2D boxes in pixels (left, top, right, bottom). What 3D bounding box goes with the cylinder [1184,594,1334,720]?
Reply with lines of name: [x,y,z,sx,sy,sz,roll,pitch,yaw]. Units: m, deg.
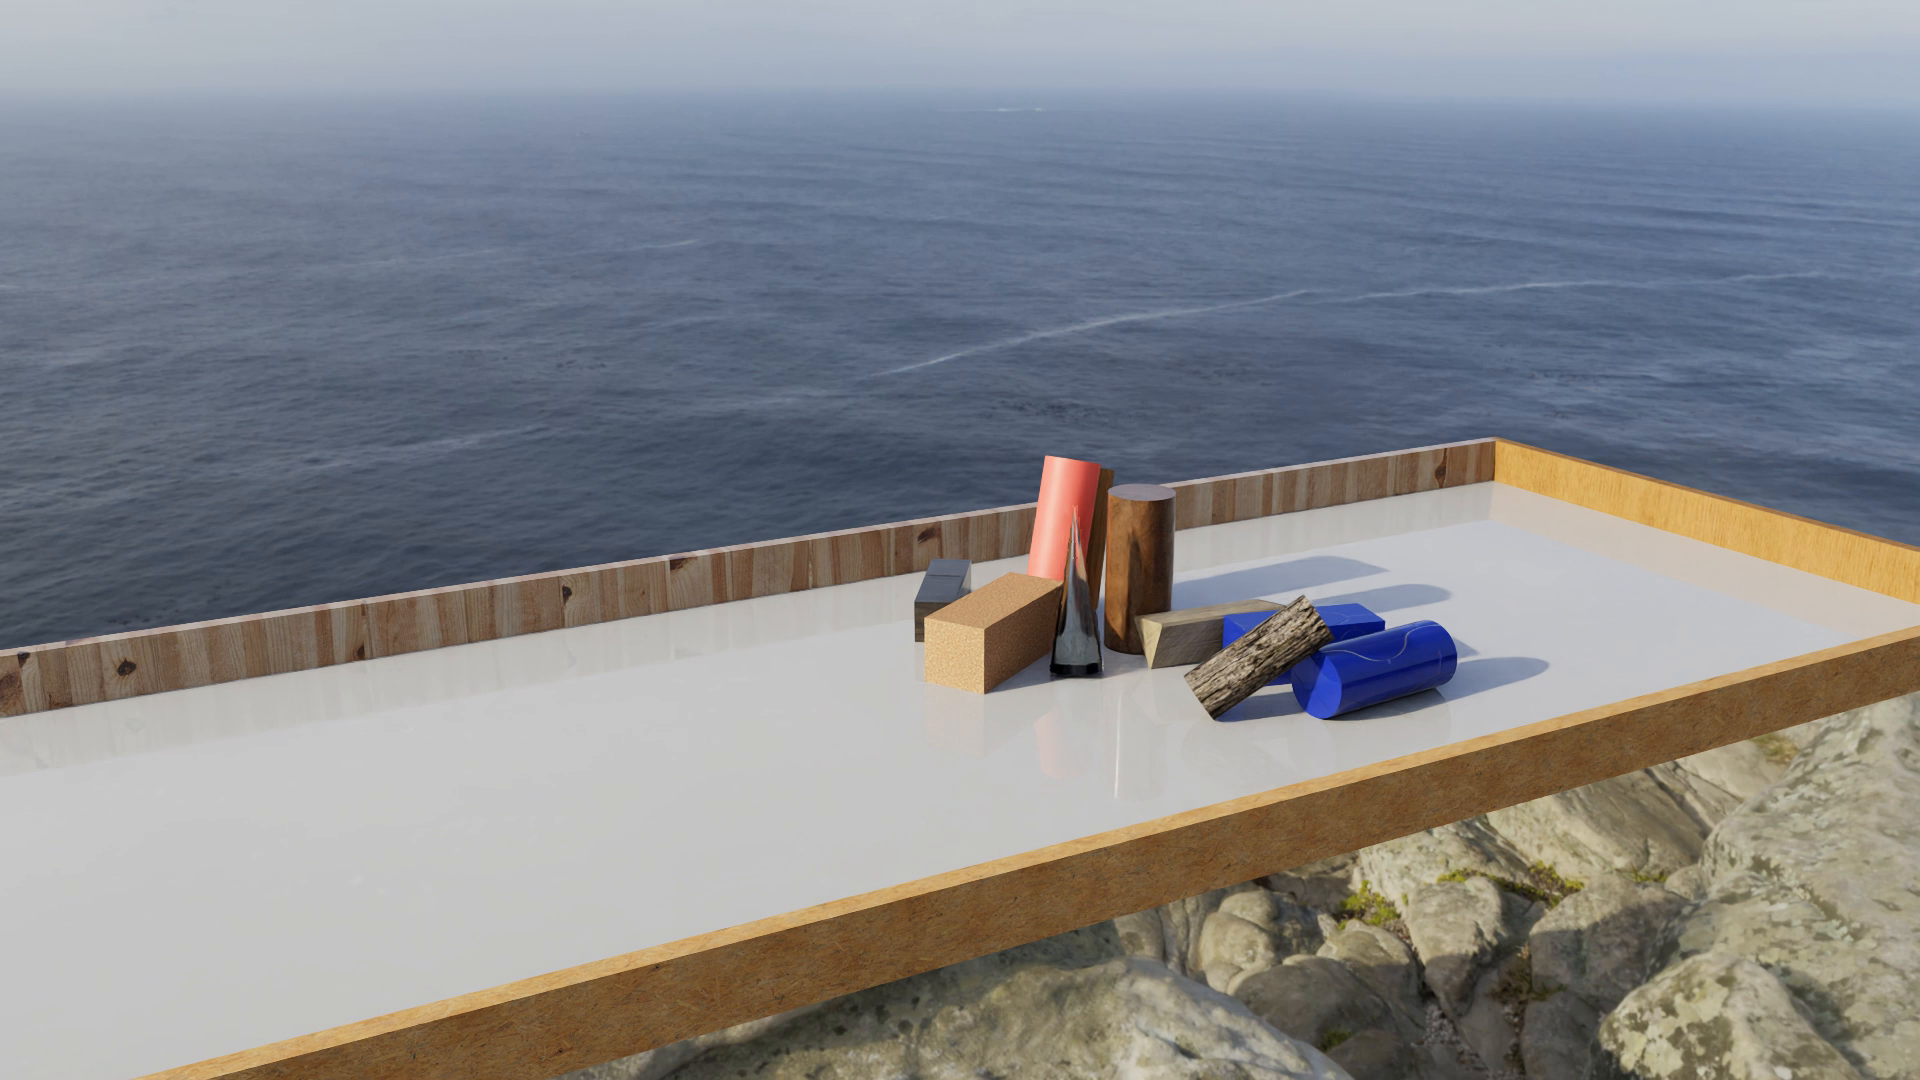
cylinder: [0.703,0.276,3.884,0.340,0.126,0.126,-35,16,6]

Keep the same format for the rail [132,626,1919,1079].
rail: [-2.336,1.006,1.665,12.000,0.150,0.050,-9,18,-27]

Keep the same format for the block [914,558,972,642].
block: [-0.045,0.165,4.591,0.114,0.114,0.395,2,16,6]

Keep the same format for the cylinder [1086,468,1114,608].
cylinder: [0.344,-0.009,4.651,0.137,0.391,0.137,7,1,0]

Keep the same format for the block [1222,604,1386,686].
block: [0.871,0.266,4.192,0.375,0.145,0.145,-4,17,-14]

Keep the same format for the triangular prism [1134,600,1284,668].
triangular prism: [0.659,0.220,4.270,0.371,0.144,0.125,-7,-22,-22]

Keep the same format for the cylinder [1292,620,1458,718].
cylinder: [1.006,0.311,4.002,0.391,0.167,0.167,-10,19,-31]

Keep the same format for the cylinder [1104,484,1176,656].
cylinder: [0.474,0.076,4.354,0.178,0.419,0.178,0,16,0]

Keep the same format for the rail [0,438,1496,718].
rail: [-3.305,0.497,3.399,12.000,0.150,0.050,-9,18,-27]

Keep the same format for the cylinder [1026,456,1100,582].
cylinder: [0.275,0.001,4.520,0.154,0.444,0.154,9,2,0]

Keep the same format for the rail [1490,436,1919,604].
rail: [2.466,-0.048,5.253,0.050,0.150,2.100,-9,18,-27]

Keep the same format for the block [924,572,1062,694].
block: [0.097,0.233,4.259,0.170,0.170,0.440,9,19,29]

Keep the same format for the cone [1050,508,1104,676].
cone: [0.292,0.120,4.170,0.136,0.424,0.136,-1,9,0]
